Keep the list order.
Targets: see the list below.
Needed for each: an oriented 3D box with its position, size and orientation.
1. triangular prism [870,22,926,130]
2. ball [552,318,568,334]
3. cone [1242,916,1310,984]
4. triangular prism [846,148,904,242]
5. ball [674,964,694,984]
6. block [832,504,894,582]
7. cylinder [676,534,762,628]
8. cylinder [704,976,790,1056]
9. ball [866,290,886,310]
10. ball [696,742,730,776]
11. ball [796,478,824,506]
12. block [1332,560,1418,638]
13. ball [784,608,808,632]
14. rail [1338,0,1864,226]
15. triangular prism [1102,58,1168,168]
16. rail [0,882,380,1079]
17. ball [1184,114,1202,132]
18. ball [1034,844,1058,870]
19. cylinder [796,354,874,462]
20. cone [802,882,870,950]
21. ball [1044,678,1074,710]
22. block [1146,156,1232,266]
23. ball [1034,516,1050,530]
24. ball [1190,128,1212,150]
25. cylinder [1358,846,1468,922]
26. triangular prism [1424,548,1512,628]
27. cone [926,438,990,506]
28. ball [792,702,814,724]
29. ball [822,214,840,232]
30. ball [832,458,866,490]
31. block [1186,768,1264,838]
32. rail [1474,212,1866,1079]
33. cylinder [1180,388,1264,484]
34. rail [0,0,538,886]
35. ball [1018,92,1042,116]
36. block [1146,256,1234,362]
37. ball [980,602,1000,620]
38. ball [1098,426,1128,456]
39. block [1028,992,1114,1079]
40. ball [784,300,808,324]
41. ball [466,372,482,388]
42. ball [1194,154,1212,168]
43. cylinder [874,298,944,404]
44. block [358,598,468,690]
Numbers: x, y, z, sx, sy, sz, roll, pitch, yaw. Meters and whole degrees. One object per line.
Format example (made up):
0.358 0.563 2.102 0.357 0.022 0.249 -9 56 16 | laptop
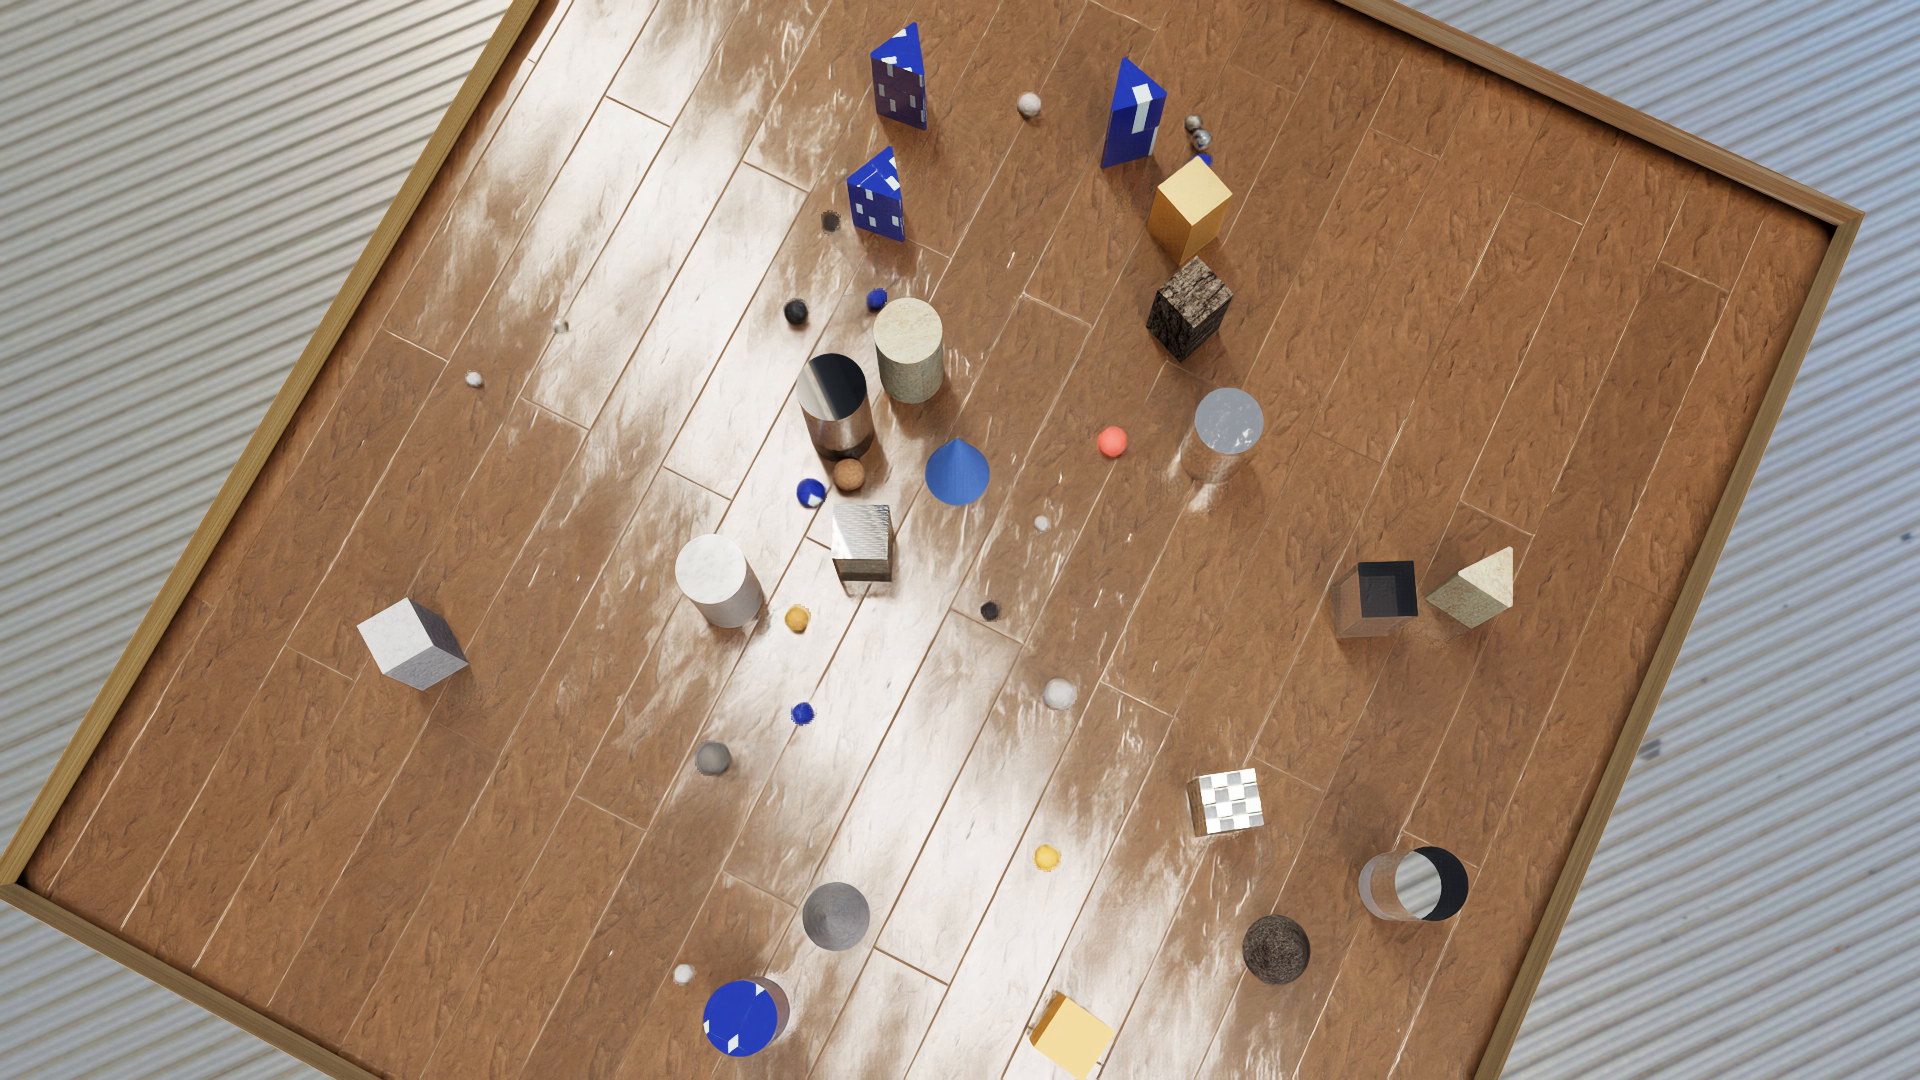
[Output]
-0.163 -1.456 5.716 0.173 0.396 0.150 21 79 4 | triangular prism
-1.249 -0.670 5.731 0.048 0.048 0.048 0 78 0 | ball
0.927 1.157 5.159 0.200 0.428 0.200 0 78 0 | cone
-0.234 -1.080 5.662 0.173 0.348 0.150 19 79 4 | triangular prism
-0.804 1.262 5.327 0.056 0.056 0.056 0 78 0 | ball
-0.286 0.012 5.432 0.160 0.357 0.160 1 78 0 | block
-0.701 0.125 5.368 0.200 0.437 0.200 0 78 0 | cylinder
-0.595 1.334 5.147 0.200 0.379 0.200 0 78 0 | cylinder
-0.265 -0.754 5.742 0.060 0.060 0.060 0 78 0 | ball
-0.731 0.648 5.432 0.100 0.100 0.100 0 78 0 | ball
-0.458 -0.147 5.602 0.089 0.089 0.089 0 78 0 | ball
1.214 0.178 5.386 0.160 0.379 0.160 -2 78 0 | block
-0.493 0.239 5.530 0.073 0.073 0.073 0 78 0 | ball
0.967 -1.886 5.940 4.116 0.130 0.045 26 80 5 | rail
0.512 -1.328 5.671 0.173 0.432 0.150 -17 79 -3 | triangular prism
-0.967 1.900 5.156 4.116 0.130 0.045 26 80 5 | rail
0.745 -1.334 5.863 0.058 0.058 0.058 0 78 0 | ball
0.254 0.933 5.387 0.072 0.072 0.072 0 78 0 | ball
-0.366 -0.385 5.445 0.200 0.493 0.200 0 78 0 | cylinder
-0.364 1.066 5.190 0.200 0.403 0.200 0 78 0 | cone
0.295 0.459 5.474 0.093 0.093 0.093 0 78 0 | ball
0.704 -1.011 5.651 0.160 0.342 0.160 -39 81 -7 | block
0.250 -0.053 5.604 0.046 0.046 0.046 0 78 0 | ball
0.771 -1.279 5.847 0.067 0.067 0.067 0 78 0 | ball
1.275 0.975 5.178 0.200 0.463 0.200 0 78 0 | cylinder
1.527 0.120 5.393 0.173 0.389 0.150 33 80 6 | triangular prism
-0.008 -0.249 5.446 0.200 0.436 0.200 0 78 0 | cone
-0.469 0.517 5.477 0.063 0.063 0.063 0 78 0 | ball
-0.408 -1.004 5.795 0.059 0.059 0.059 0 78 0 | ball
-0.340 -0.200 5.607 0.100 0.100 0.100 0 78 0 | ball
0.765 0.765 5.311 0.160 0.288 0.160 -8 78 -2 | block
1.819 0.898 5.363 0.045 0.130 4.370 26 80 5 | rail
0.780 -0.308 5.491 0.200 0.372 0.200 0 78 0 | cylinder
-1.819 -0.884 5.732 0.045 0.130 4.370 26 80 5 | rail
0.224 -1.394 5.868 0.073 0.073 0.073 0 78 0 | ball
0.696 -0.698 5.584 0.160 0.347 0.160 -41 81 -8 | block
0.092 0.215 5.542 0.059 0.059 0.059 0 78 0 | ball
0.469 -0.303 5.633 0.092 0.092 0.092 0 78 0 | ball
0.310 1.389 5.139 0.160 0.372 0.160 34 80 7 | block
-0.513 -0.711 5.725 0.076 0.076 0.076 0 78 0 | ball
-1.509 -0.499 5.696 0.048 0.048 0.048 0 78 0 | ball
0.771 -1.201 5.835 0.059 0.059 0.059 0 78 0 | ball
-0.151 -0.565 5.519 0.200 0.421 0.200 0 78 0 | cylinder
-1.593 0.308 5.356 0.160 0.386 0.160 -30 80 -6 | block
